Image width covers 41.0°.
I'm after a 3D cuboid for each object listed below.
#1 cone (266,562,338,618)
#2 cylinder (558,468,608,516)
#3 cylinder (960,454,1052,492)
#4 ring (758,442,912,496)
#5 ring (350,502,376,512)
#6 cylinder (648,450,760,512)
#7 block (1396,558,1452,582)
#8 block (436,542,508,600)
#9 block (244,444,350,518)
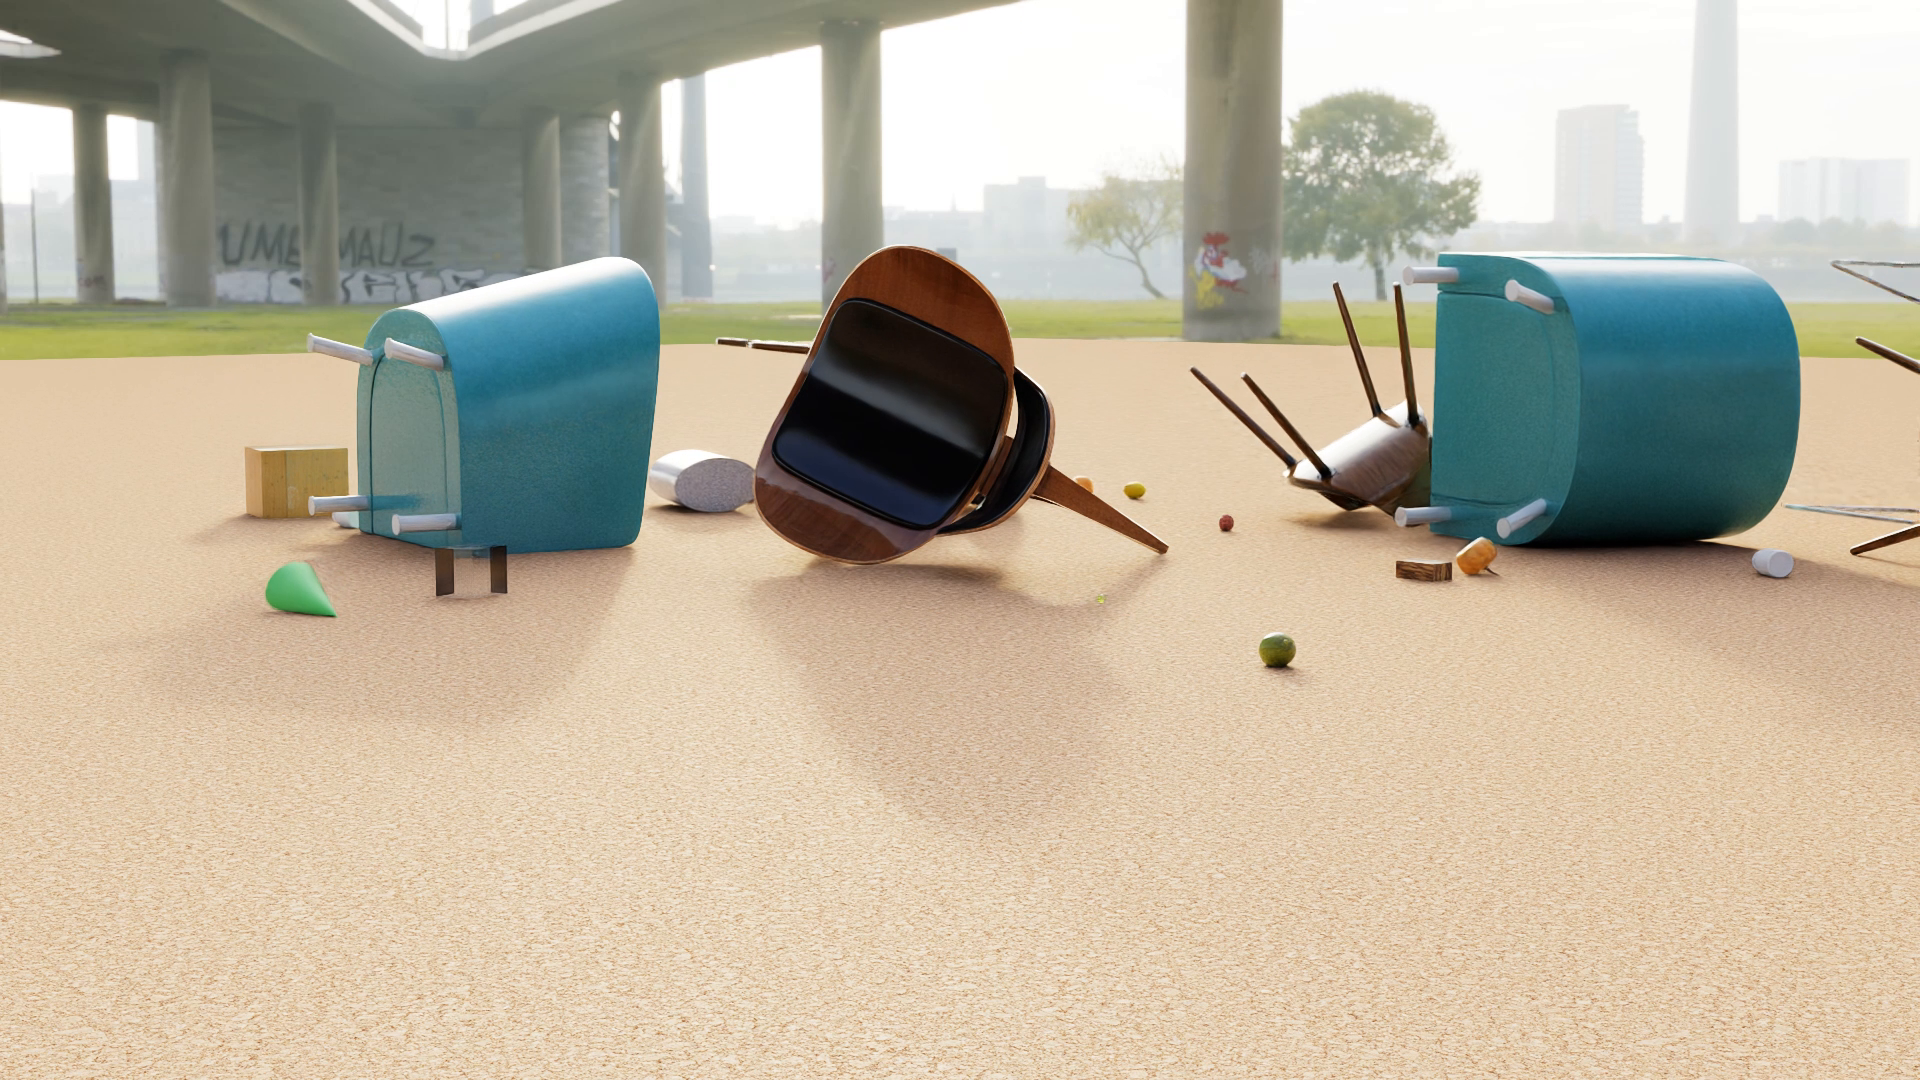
[{"bbox_3d":[-1.261,0.120,5.011,0.112,0.098,0.181,-30,39,-32],"label":"cone"},{"bbox_3d":[-1.038,-0.132,7.064,0.075,0.126,0.149,6,25,-38],"label":"cylinder"},{"bbox_3d":[0.139,-0.204,7.852,0.261,0.111,0.144,1,-1,10],"label":"cylinder"},{"bbox_3d":[-0.372,-0.211,7.691,0.497,0.158,0.284,-1,1,-28],"label":"ring"},{"bbox_3d":[-1.677,-0.093,7.202,0.071,0.024,0.096,-3,6,-21],"label":"ring"},{"bbox_3d":[-0.733,-0.170,7.310,0.246,0.154,0.331,-5,7,-19],"label":"cylinder"},{"bbox_3d":[1.012,0.065,5.596,0.066,0.038,0.102,-5,8,-41],"label":"block"},{"bbox_3d":[-1.009,0.064,5.301,0.097,0.101,0.110,3,7,29],"label":"block"},{"bbox_3d":[-1.836,-0.164,7.104,0.236,0.185,0.204,-3,7,-28],"label":"block"}]
